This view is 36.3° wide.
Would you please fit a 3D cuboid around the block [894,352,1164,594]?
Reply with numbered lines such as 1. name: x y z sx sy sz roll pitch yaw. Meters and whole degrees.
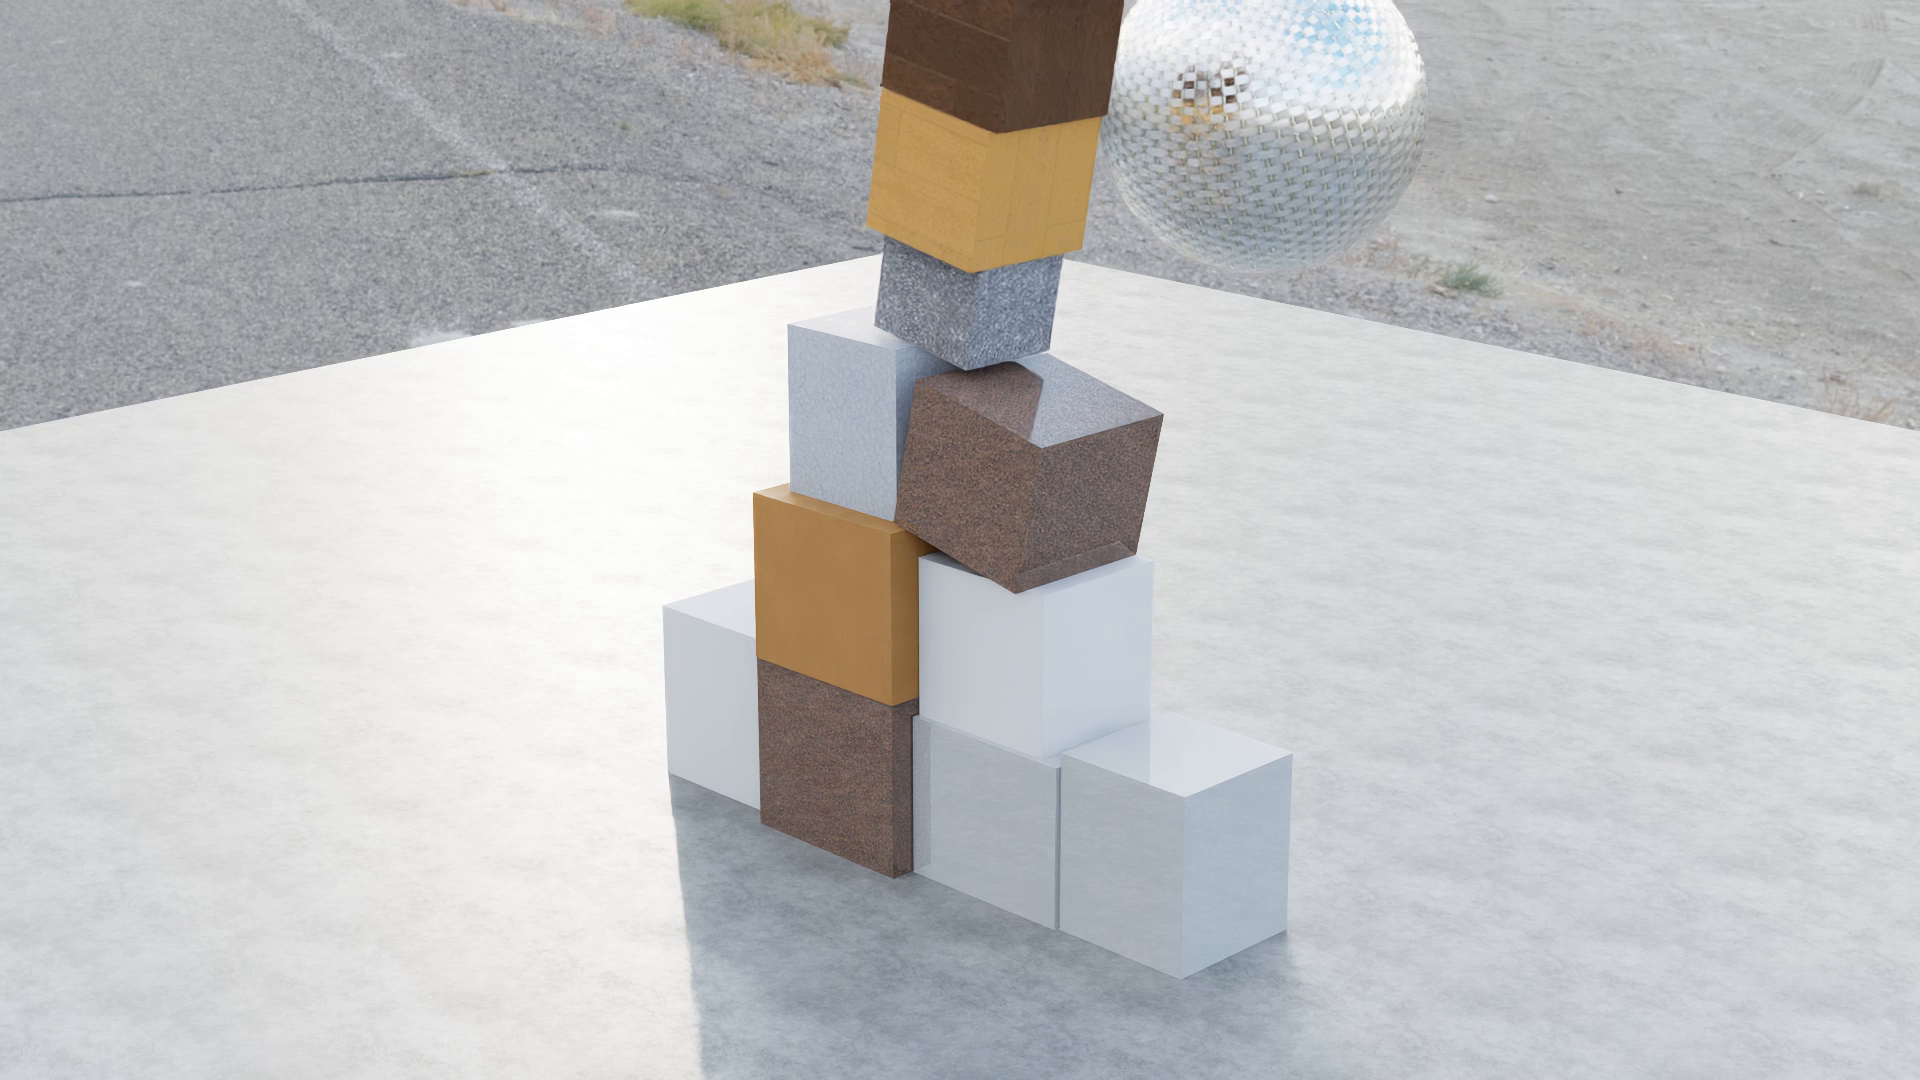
1. block: 0.298 -0.315 12.900 0.783 0.694 0.766 -17 36 -43

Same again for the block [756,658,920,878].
1. block: -0.285 0.945 13.924 0.974 0.847 0.918 -17 24 -42

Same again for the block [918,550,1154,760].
1. block: 0.338 0.441 13.146 0.710 0.750 0.767 -17 24 -42

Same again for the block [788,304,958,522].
1. block: -0.276 -0.607 13.436 0.729 0.792 0.712 -17 24 -42

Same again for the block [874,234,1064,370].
1. block: 0.036 -1.114 12.969 0.522 0.475 0.594 -17 34 -42

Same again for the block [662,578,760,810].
1. block: -0.891 0.741 14.524 0.803 0.878 0.815 -17 24 -42

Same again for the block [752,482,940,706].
1. block: -0.285 0.158 13.669 0.983 0.808 0.921 -17 24 -42

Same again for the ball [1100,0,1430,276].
1. ball: 1.467 -2.088 14.223 1.600 1.600 1.600 0 17 0

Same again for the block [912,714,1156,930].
1. block: 0.376 1.174 13.336 0.778 0.763 0.887 -17 24 -42

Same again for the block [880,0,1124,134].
1. block: 0.189 -2.201 12.476 0.680 0.688 0.710 -17 34 -42

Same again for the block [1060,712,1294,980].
1. block: 0.936 1.315 12.773 0.710 0.832 0.705 -17 24 -42

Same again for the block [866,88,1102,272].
1. block: 0.100 -1.608 12.739 0.699 0.621 0.652 -17 34 -42
